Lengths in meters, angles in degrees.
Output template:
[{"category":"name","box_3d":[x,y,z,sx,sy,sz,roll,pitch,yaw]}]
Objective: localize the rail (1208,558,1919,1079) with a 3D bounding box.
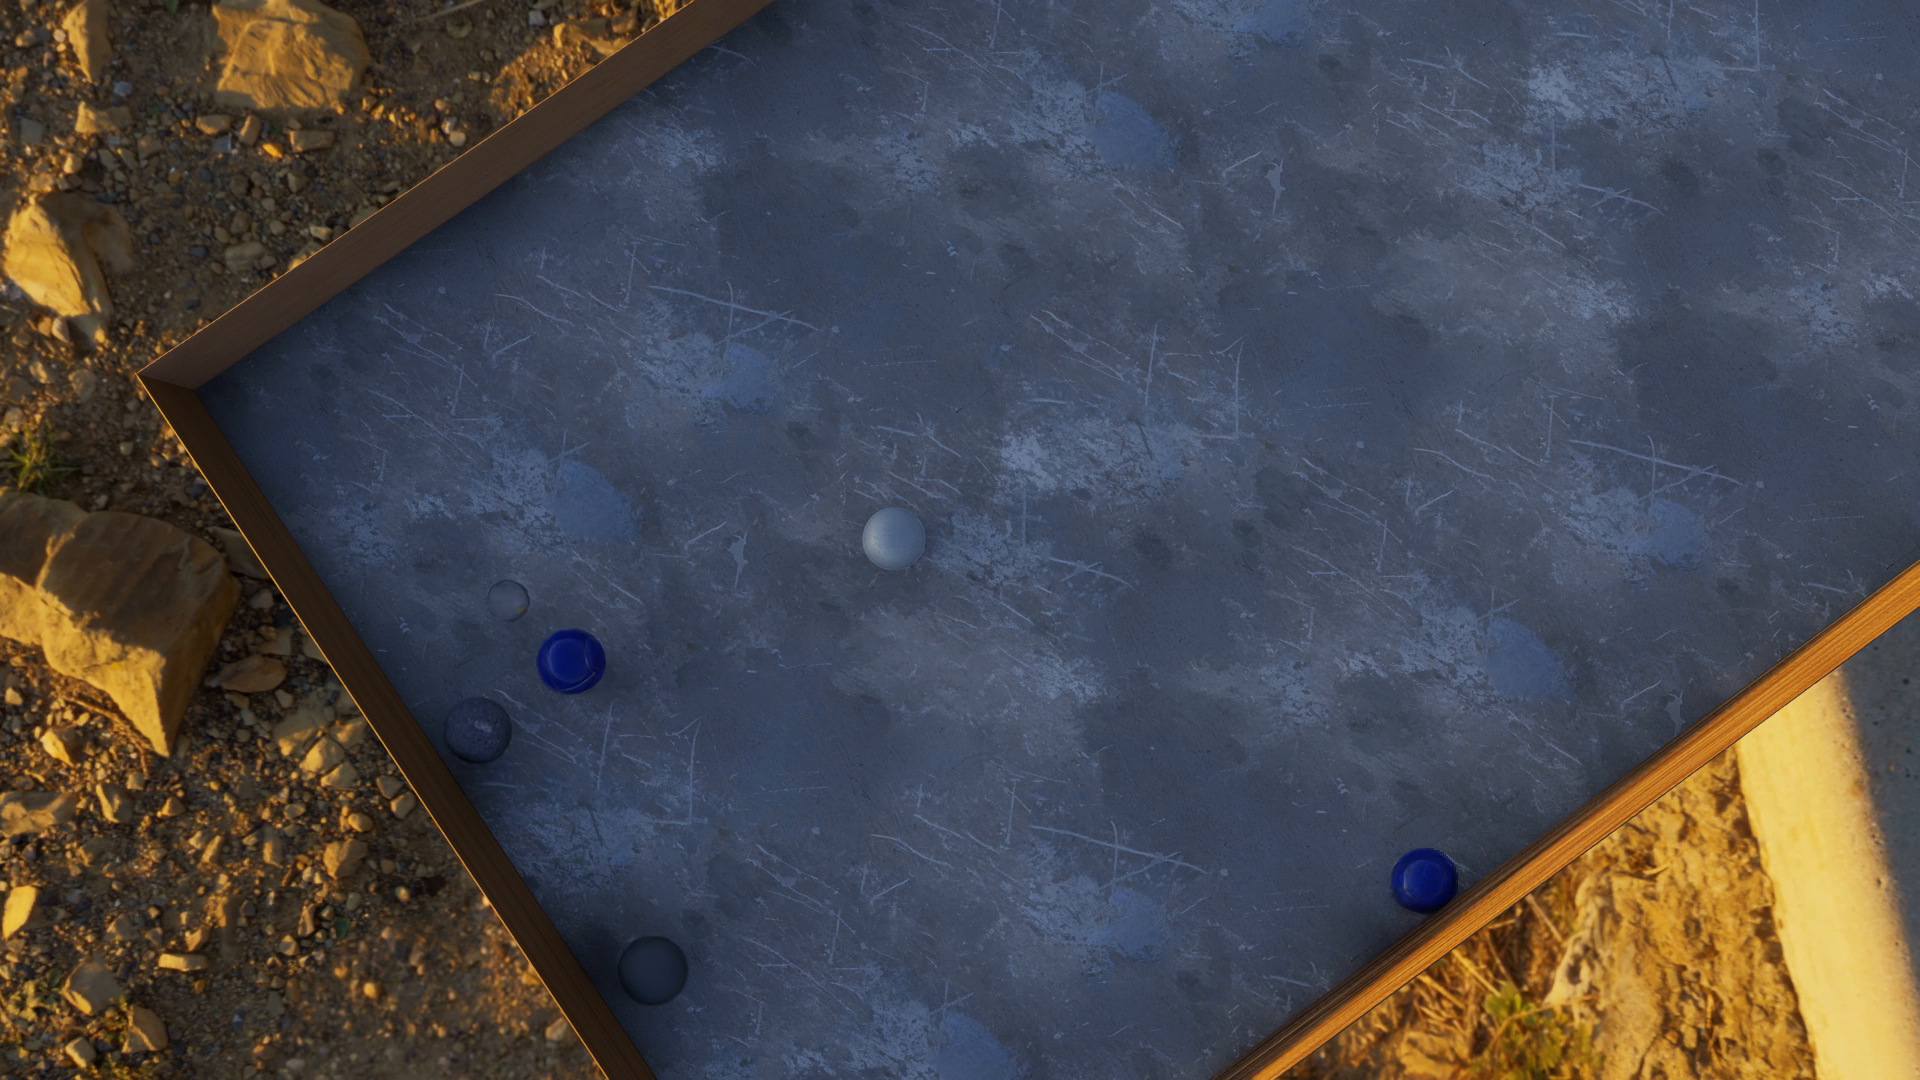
[{"category":"rail","box_3d":[1.189,0.209,3.205,3.388,0.128,0.045,-35,84,-5]}]

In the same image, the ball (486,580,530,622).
[{"category":"ball","box_3d":[-0.669,0.090,3.256,0.062,0.062,0.062,0,82,0]}]

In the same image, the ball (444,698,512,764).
[{"category":"ball","box_3d":[-0.703,0.279,3.213,0.096,0.096,0.096,0,82,0]}]

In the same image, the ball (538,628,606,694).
[{"category":"ball","box_3d":[-0.569,0.178,3.226,0.098,0.098,0.098,0,82,0]}]

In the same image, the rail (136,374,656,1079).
[{"category":"rail","box_3d":[-0.672,0.468,3.169,0.045,0.128,1.770,-35,84,-5]}]

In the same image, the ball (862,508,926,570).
[{"category":"ball","box_3d":[-0.098,-0.002,3.252,0.094,0.094,0.094,0,82,0]}]

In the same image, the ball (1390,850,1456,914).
[{"category":"ball","box_3d":[0.671,0.494,3.185,0.093,0.093,0.093,0,82,0]}]

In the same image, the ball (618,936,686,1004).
[{"category":"ball","box_3d":[-0.443,0.619,3.165,0.099,0.099,0.099,0,82,0]}]

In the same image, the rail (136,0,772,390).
[{"category":"rail","box_3d":[0.194,-1.184,3.397,3.388,0.128,0.045,-35,84,-5]}]
